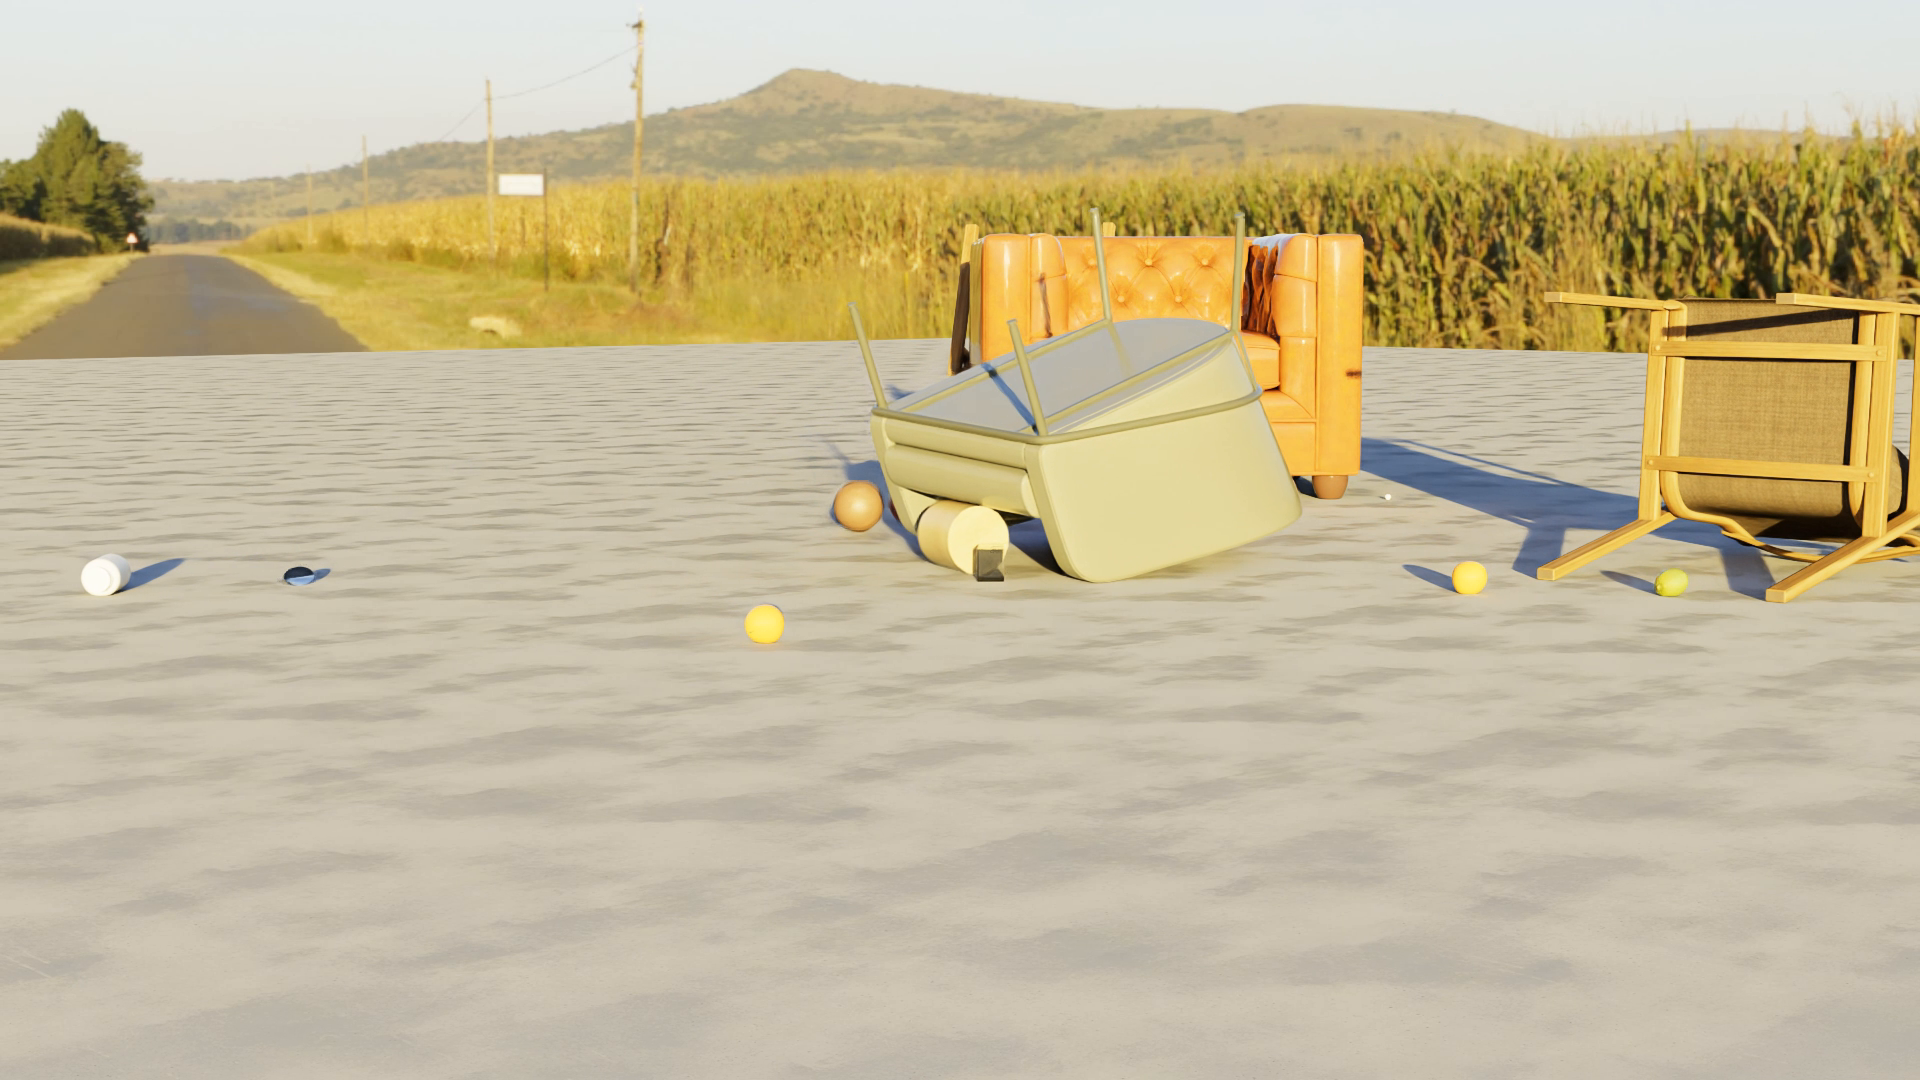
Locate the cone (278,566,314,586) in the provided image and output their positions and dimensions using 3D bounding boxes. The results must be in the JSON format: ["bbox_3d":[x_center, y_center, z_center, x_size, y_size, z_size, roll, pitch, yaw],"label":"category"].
[{"bbox_3d":[-1.442,0.084,5.504,0.091,0.040,0.073,-12,-2,44],"label":"cone"}]

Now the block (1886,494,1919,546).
[{"bbox_3d":[2.425,-0.052,6.358,0.197,0.114,0.161,0,6,0],"label":"block"}]

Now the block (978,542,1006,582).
[{"bbox_3d":[0.068,0.048,5.596,0.058,0.071,0.124,0,6,2],"label":"block"}]

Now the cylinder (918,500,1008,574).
[{"bbox_3d":[0.006,-0.008,5.745,0.147,0.153,0.170,-21,14,-21],"label":"cylinder"}]
